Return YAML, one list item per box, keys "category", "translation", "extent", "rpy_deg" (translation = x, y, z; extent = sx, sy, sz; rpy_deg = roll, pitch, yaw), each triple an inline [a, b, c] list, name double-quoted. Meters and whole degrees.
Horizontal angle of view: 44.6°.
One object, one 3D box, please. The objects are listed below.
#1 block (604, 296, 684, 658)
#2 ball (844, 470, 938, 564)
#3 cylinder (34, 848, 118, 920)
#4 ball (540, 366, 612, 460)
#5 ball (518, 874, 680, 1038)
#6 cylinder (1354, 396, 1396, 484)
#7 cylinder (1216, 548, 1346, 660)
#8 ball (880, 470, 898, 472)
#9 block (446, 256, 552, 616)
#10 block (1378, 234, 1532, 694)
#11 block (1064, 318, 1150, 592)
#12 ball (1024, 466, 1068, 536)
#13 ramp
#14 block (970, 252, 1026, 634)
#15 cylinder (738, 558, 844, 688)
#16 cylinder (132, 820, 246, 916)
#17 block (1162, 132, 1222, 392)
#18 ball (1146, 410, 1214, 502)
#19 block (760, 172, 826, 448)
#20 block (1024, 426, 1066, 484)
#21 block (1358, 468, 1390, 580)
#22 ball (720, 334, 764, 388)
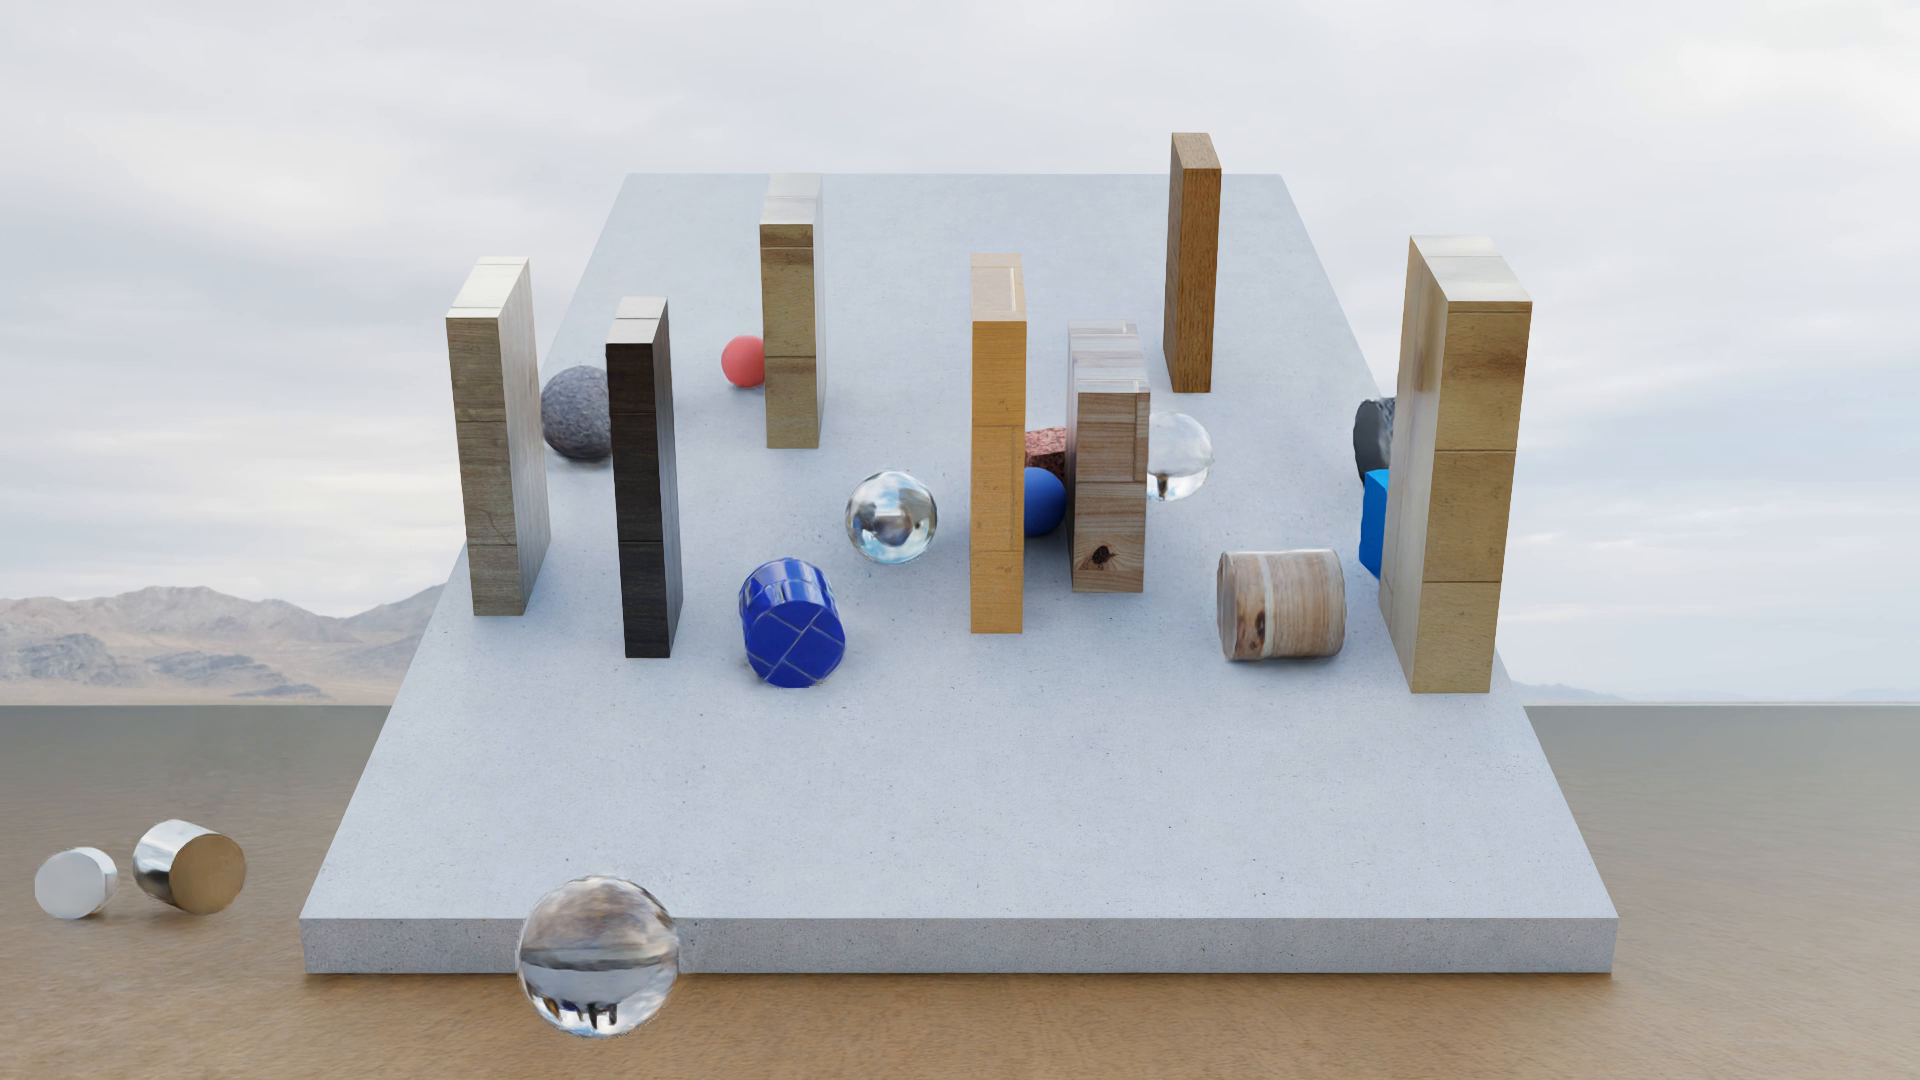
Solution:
- category: "block"
  translation: [-0.574, -0.113, 4.284]
  extent: [0.081, 0.615, 0.243]
  rpy_deg: [0, 25, 0]
- category: "ball"
  translation: [-0.136, -0.045, 4.649]
  extent: [0.185, 0.185, 0.185]
  rpy_deg: [0, -4, 0]
- category: "cylinder"
  translation: [-1.707, 0.662, 4.527]
  extent: [0.129, 0.129, 0.129]
  rpy_deg: [1, -4, -9]
- category: "ball"
  translation: [-0.820, -0.277, 5.116]
  extent: [0.207, 0.207, 0.207]
  rpy_deg: [0, -4, 0]
- category: "ball"
  translation: [-0.449, 0.517, 2.911]
  extent: [0.200, 0.200, 0.200]
  rpy_deg: [0, -4, 0]
- category: "cylinder"
  translation: [0.967, -0.203, 4.937]
  extent: [0.210, 0.210, 0.210]
  rpy_deg: [-7, -3, -11]
- category: "cylinder"
  translation: [0.586, 0.117, 4.292]
  extent: [0.197, 0.197, 0.197]
  rpy_deg: [-2, -4, -5]
- category: "ball"
  translation: [-0.144, -0.082, 4.800]
  extent: [0.125, 0.125, 0.125]
  rpy_deg: [0, -4, 0]
- category: "block"
  translation: [-0.879, -0.201, 4.489]
  extent: [0.094, 0.601, 0.346]
  rpy_deg: [0, 25, 0]
- category: "block"
  translation: [0.877, -0.137, 4.197]
  extent: [0.140, 0.739, 0.361]
  rpy_deg: [0, 25, 0]
- category: "block"
  translation: [0.287, -0.173, 4.650]
  extent: [0.136, 0.418, 0.407]
  rpy_deg: [0, 25, 0]
- category: "ball"
  translation: [0.148, -0.078, 4.774]
  extent: [0.141, 0.141, 0.141]
  rpy_deg: [0, -4, 0]
- category: "ramp"
  translation: [-0.009, -0.229, 5.380]
  extent: [2.000, 0.100, 4.000]
  rpy_deg: [0, 25, 0]
- category: "block"
  translation: [0.069, -0.187, 4.441]
  extent: [0.096, 0.620, 0.385]
  rpy_deg: [0, 25, 0]
- category: "cylinder"
  translation: [-0.307, 0.150, 4.242]
  extent: [0.176, 0.176, 0.176]
  rpy_deg: [1, 25, -11]
- category: "cylinder"
  translation: [-1.513, 0.642, 4.600]
  extent: [0.160, 0.160, 0.160]
  rpy_deg: [4, 2, -44]
- category: "block"
  translation: [0.546, -0.657, 5.539]
  extent: [0.087, 0.543, 0.305]
  rpy_deg: [0, 25, 0]
- category: "ball"
  translation: [0.437, -0.176, 4.926]
  extent: [0.191, 0.191, 0.191]
  rpy_deg: [0, -4, 0]
- category: "block"
  translation: [-0.372, -0.520, 5.271]
  extent: [0.114, 0.518, 0.390]
  rpy_deg: [0, 25, 0]
- category: "block"
  translation: [0.184, -0.151, 4.945]
  extent: [0.127, 0.127, 0.127]
  rpy_deg: [-10, 27, -20]
- category: "block"
  translation: [0.919, -0.018, 4.586]
  extent: [0.195, 0.195, 0.195]
  rpy_deg: [-7, 26, -15]
- category: "ball"
  translation: [-0.502, -0.422, 5.527]
  extent: [0.124, 0.124, 0.124]
  rpy_deg: [0, -4, 0]
